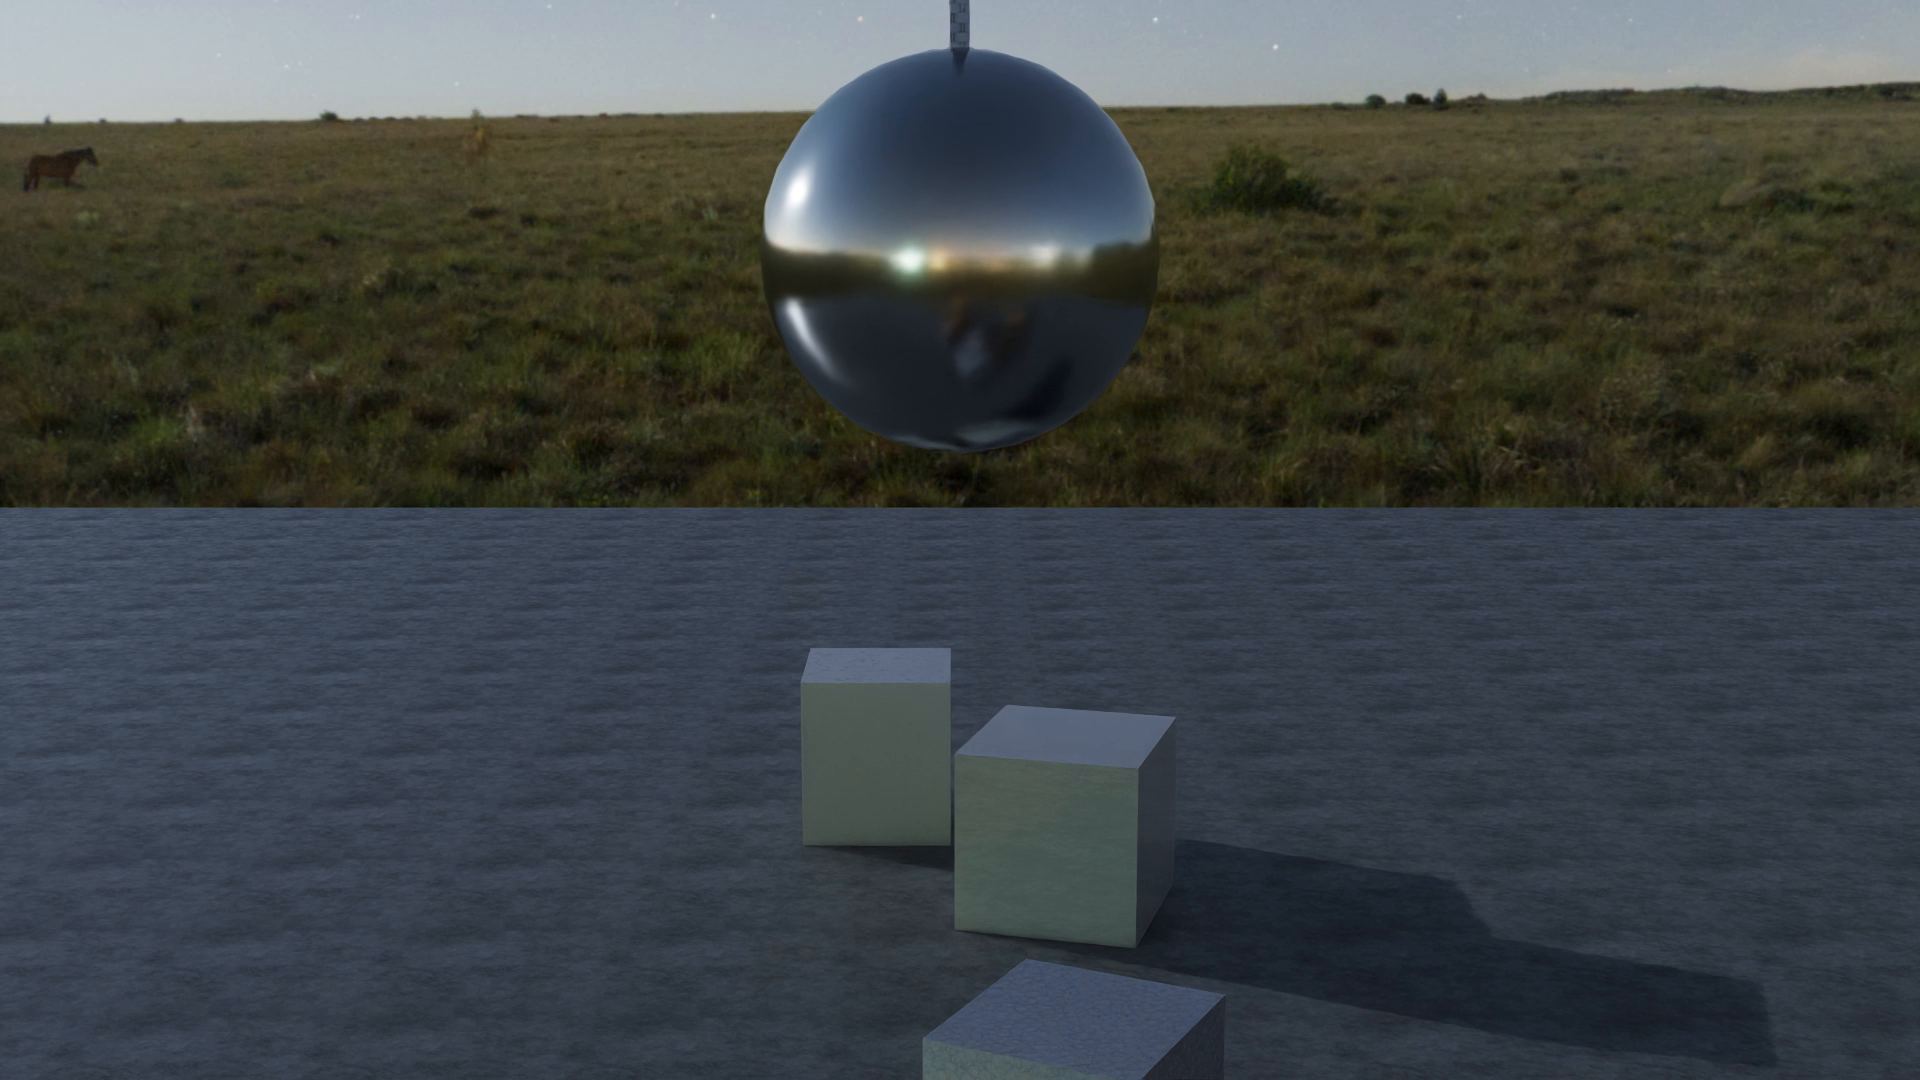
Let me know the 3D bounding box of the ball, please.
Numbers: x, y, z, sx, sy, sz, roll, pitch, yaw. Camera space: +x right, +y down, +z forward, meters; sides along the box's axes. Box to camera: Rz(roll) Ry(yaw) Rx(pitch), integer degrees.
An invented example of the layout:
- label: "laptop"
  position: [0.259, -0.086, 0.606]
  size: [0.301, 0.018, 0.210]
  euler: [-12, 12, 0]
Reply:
- label: "ball"
  position: [0.000, -1.150, 8.801]
  size: [1.600, 1.600, 1.600]
  euler: [0, 10, 0]

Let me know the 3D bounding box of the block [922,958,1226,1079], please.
- label: "block"
  position: [0.380, 1.890, 7.148]
  size: [0.726, 0.724, 0.770]
  euler: [5, 11, 26]

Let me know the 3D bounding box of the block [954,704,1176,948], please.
- label: "block"
  position: [0.500, 1.296, 10.143]
  size: [0.831, 0.821, 0.902]
  euler: [3, 11, 16]

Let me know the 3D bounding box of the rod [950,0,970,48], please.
- label: "rod"
  position: [0.000, -4.493, 9.423]
  size: [0.080, 5.200, 0.080]
  euler: [0, -11, 0]

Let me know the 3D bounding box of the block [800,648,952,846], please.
- label: "block"
  position: [-0.420, 1.058, 11.387]
  size: [0.745, 0.844, 0.760]
  euler: [0, 10, 0]
